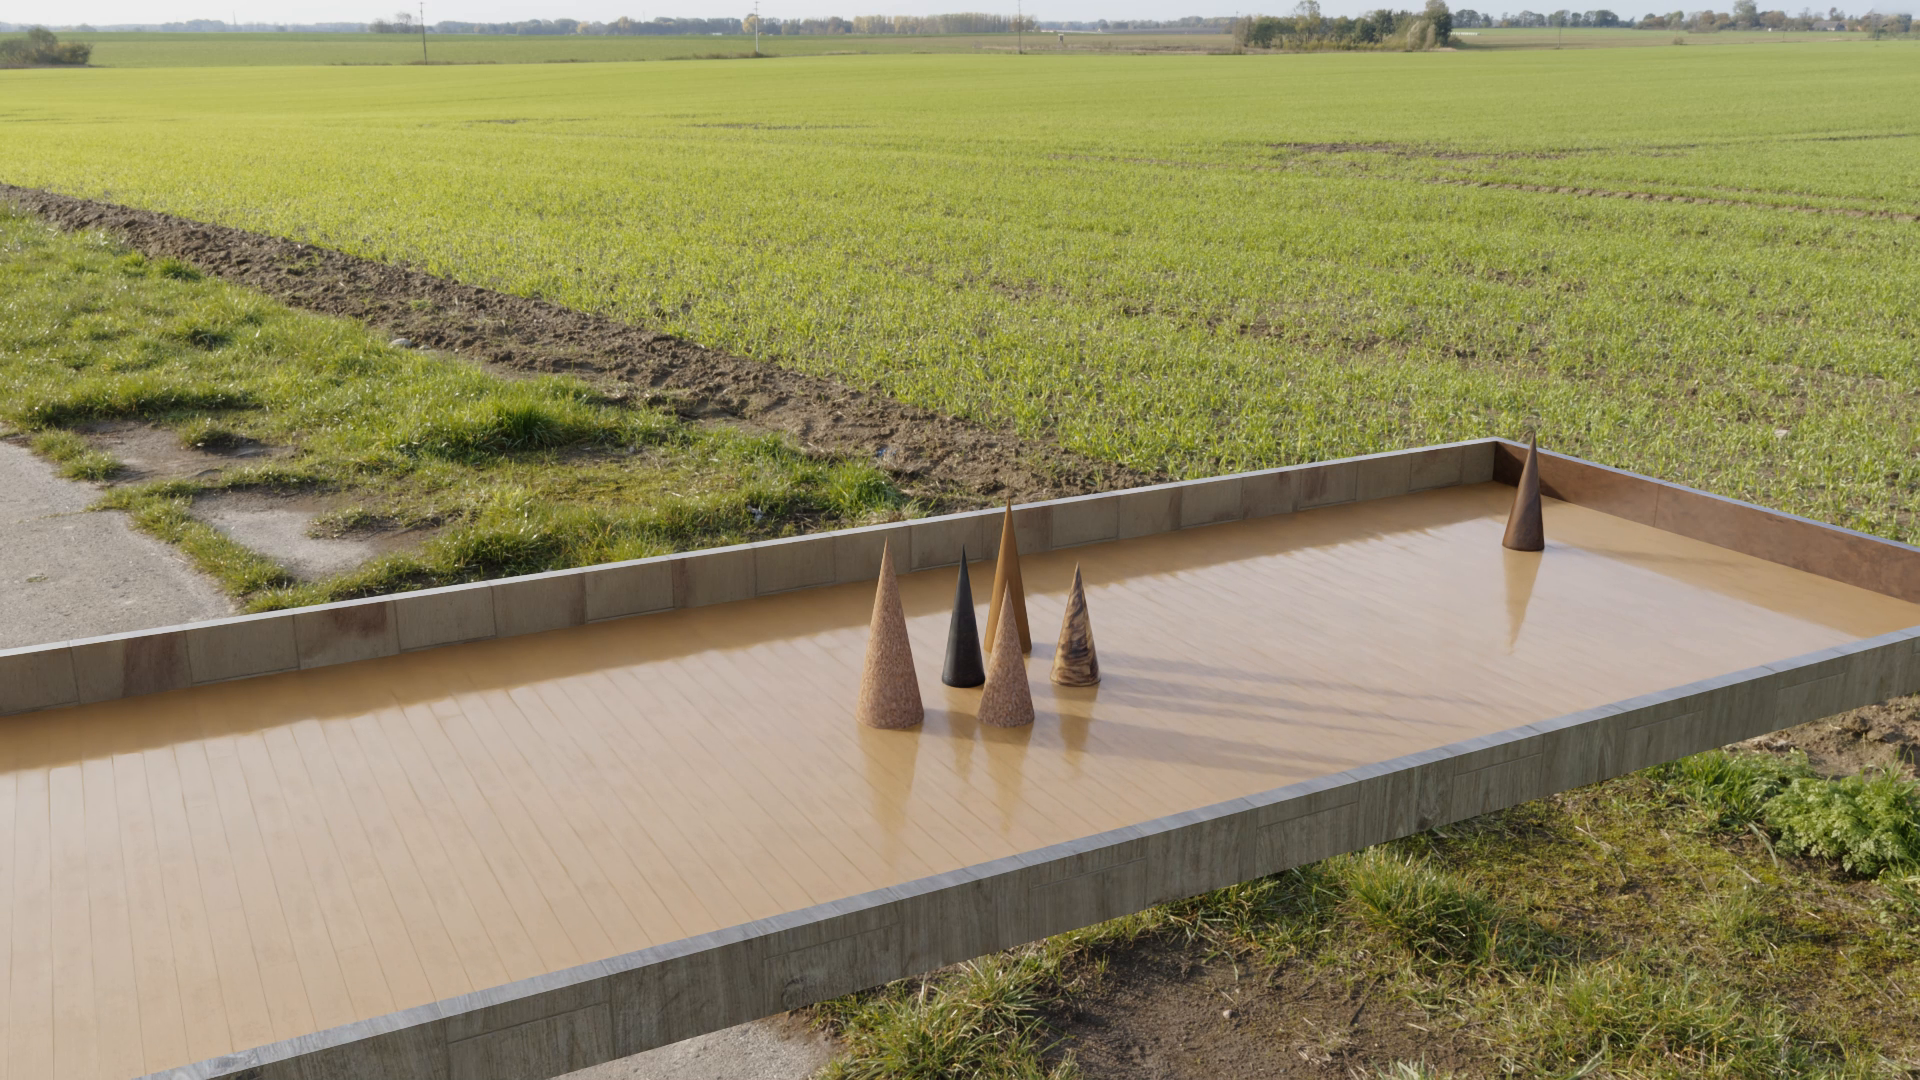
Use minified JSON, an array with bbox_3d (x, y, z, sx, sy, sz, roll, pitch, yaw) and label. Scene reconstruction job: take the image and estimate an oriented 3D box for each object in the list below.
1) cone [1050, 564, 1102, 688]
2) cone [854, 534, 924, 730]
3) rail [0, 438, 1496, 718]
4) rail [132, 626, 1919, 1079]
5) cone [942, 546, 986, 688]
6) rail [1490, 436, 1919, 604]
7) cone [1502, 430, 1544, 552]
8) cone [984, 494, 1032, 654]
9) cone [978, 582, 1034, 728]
[{"bbox_3d":[0.292,0.199,4.124,0.130,0.313,0.130,0,16,0],"label":"cone"},{"bbox_3d":[-0.168,0.202,3.866,0.166,0.452,0.166,0,16,0],"label":"cone"},{"bbox_3d":[-3.305,0.497,3.399,12.000,0.150,0.050,-9,18,-27],"label":"rail"},{"bbox_3d":[-2.336,1.006,1.665,12.000,0.150,0.050,-9,18,-27],"label":"rail"},{"bbox_3d":[0.009,0.180,4.105,0.111,0.359,0.111,0,16,0],"label":"cone"},{"bbox_3d":[2.466,-0.048,5.253,0.050,0.150,2.100,-9,18,-27],"label":"rail"},{"bbox_3d":[1.807,-0.166,5.238,0.132,0.385,0.132,0,16,0],"label":"cone"},{"bbox_3d":[0.127,0.082,4.327,0.129,0.422,0.129,0,16,0],"label":"cone"},{"bbox_3d":[0.110,0.256,3.878,0.136,0.342,0.136,0,16,0],"label":"cone"}]
